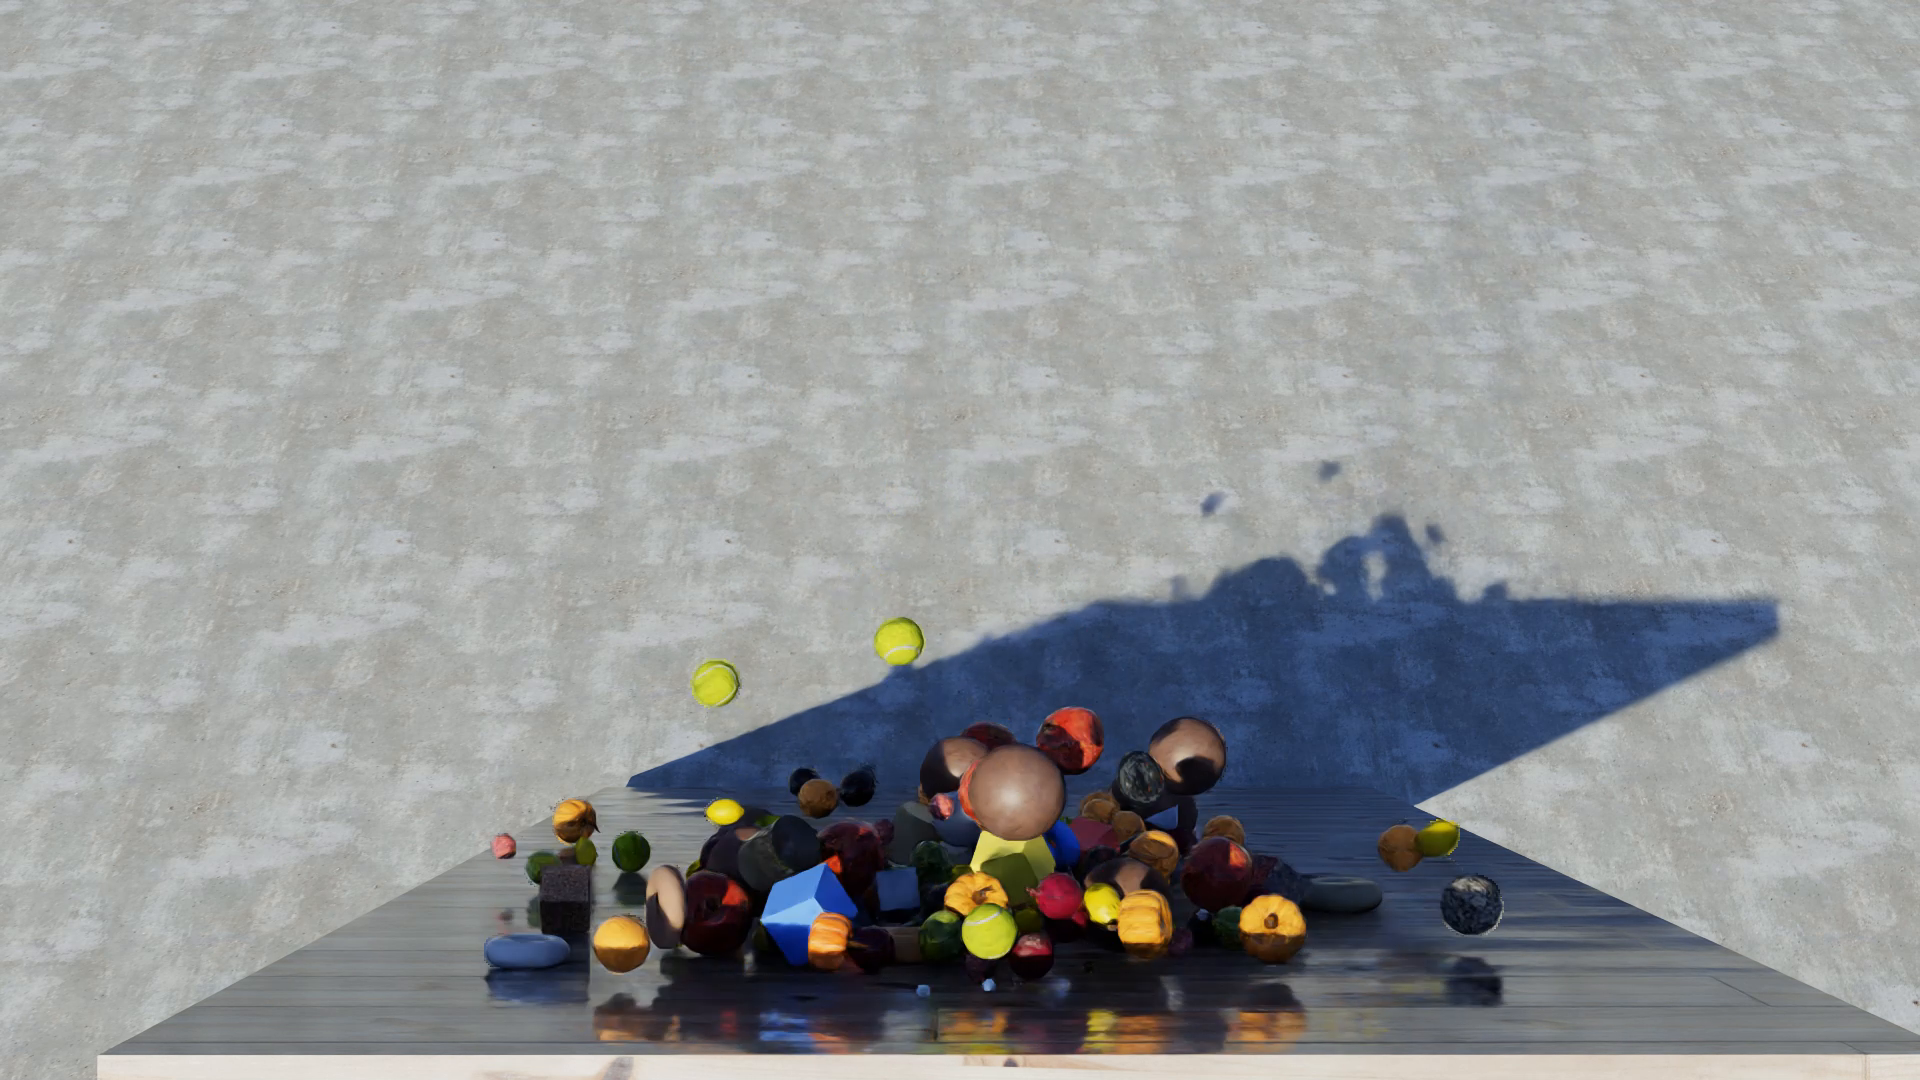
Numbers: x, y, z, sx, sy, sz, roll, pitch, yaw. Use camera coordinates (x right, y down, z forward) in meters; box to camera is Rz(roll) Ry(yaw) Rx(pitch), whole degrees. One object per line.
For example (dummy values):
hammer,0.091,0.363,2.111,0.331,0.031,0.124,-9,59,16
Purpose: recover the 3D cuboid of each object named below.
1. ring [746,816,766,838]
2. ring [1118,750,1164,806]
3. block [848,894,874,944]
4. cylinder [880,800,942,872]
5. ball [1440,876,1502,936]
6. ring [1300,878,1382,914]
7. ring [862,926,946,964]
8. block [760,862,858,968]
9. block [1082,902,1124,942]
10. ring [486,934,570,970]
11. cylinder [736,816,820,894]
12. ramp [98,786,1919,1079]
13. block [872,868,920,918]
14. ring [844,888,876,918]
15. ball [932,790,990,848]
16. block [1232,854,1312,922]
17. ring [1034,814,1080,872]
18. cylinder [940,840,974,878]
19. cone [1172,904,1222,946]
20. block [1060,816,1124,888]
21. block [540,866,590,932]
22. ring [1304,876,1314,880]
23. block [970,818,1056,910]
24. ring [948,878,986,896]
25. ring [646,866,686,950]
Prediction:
ring,-0.365,0.538,4.670,0.027,0.080,0.080,4,32,-17
ring,0.247,0.327,3.553,0.026,0.079,0.079,-25,11,45
block,-0.161,0.531,3.615,0.052,0.052,0.052,-9,66,-33
cylinder,-0.080,0.525,4.595,0.093,0.093,0.093,24,10,-5
ball,0.718,0.513,3.649,0.084,0.084,0.084,0,34,0
ring,0.596,0.560,4.091,0.140,0.047,0.140,-1,-2,0
ring,-0.076,0.549,3.516,0.117,0.039,0.117,-1,0,0
block,-0.199,0.497,3.439,0.084,0.084,0.084,-25,20,19
block,0.204,0.545,3.708,0.054,0.054,0.054,0,-6,-5
ring,-0.579,0.550,3.472,0.111,0.037,0.111,1,-1,0
cylinder,-0.250,0.434,3.584,0.083,0.083,0.083,24,49,-31
ramp,0.075,0.649,4.781,2.000,0.100,4.000,0,-1,0
block,-0.091,0.504,3.705,0.058,0.058,0.058,-4,72,-9
ring,-0.183,0.557,3.966,0.139,0.046,0.139,-2,-5,0
ball,0.002,0.438,4.083,0.090,0.090,0.090,0,34,0
block,0.474,0.530,3.948,0.071,0.071,0.071,-57,20,-15
ring,0.146,0.478,4.092,0.102,0.102,0.034,24,43,31
cylinder,-0.004,0.529,4.335,0.052,0.052,0.052,-7,32,5
cone,0.326,0.558,3.669,0.065,0.065,0.065,-27,40,-12
block,0.207,0.509,4.225,0.075,0.075,0.075,10,35,41
block,-0.580,0.528,3.817,0.069,0.069,0.069,0,42,-6
ring,0.562,0.576,4.347,0.076,0.025,0.076,-1,-5,0
block,0.077,0.463,3.714,0.083,0.083,0.083,-18,24,21
ring,0.016,0.576,4.310,0.075,0.025,0.075,-1,-1,0
ring,-0.388,0.485,3.430,0.037,0.111,0.111,2,32,-21
